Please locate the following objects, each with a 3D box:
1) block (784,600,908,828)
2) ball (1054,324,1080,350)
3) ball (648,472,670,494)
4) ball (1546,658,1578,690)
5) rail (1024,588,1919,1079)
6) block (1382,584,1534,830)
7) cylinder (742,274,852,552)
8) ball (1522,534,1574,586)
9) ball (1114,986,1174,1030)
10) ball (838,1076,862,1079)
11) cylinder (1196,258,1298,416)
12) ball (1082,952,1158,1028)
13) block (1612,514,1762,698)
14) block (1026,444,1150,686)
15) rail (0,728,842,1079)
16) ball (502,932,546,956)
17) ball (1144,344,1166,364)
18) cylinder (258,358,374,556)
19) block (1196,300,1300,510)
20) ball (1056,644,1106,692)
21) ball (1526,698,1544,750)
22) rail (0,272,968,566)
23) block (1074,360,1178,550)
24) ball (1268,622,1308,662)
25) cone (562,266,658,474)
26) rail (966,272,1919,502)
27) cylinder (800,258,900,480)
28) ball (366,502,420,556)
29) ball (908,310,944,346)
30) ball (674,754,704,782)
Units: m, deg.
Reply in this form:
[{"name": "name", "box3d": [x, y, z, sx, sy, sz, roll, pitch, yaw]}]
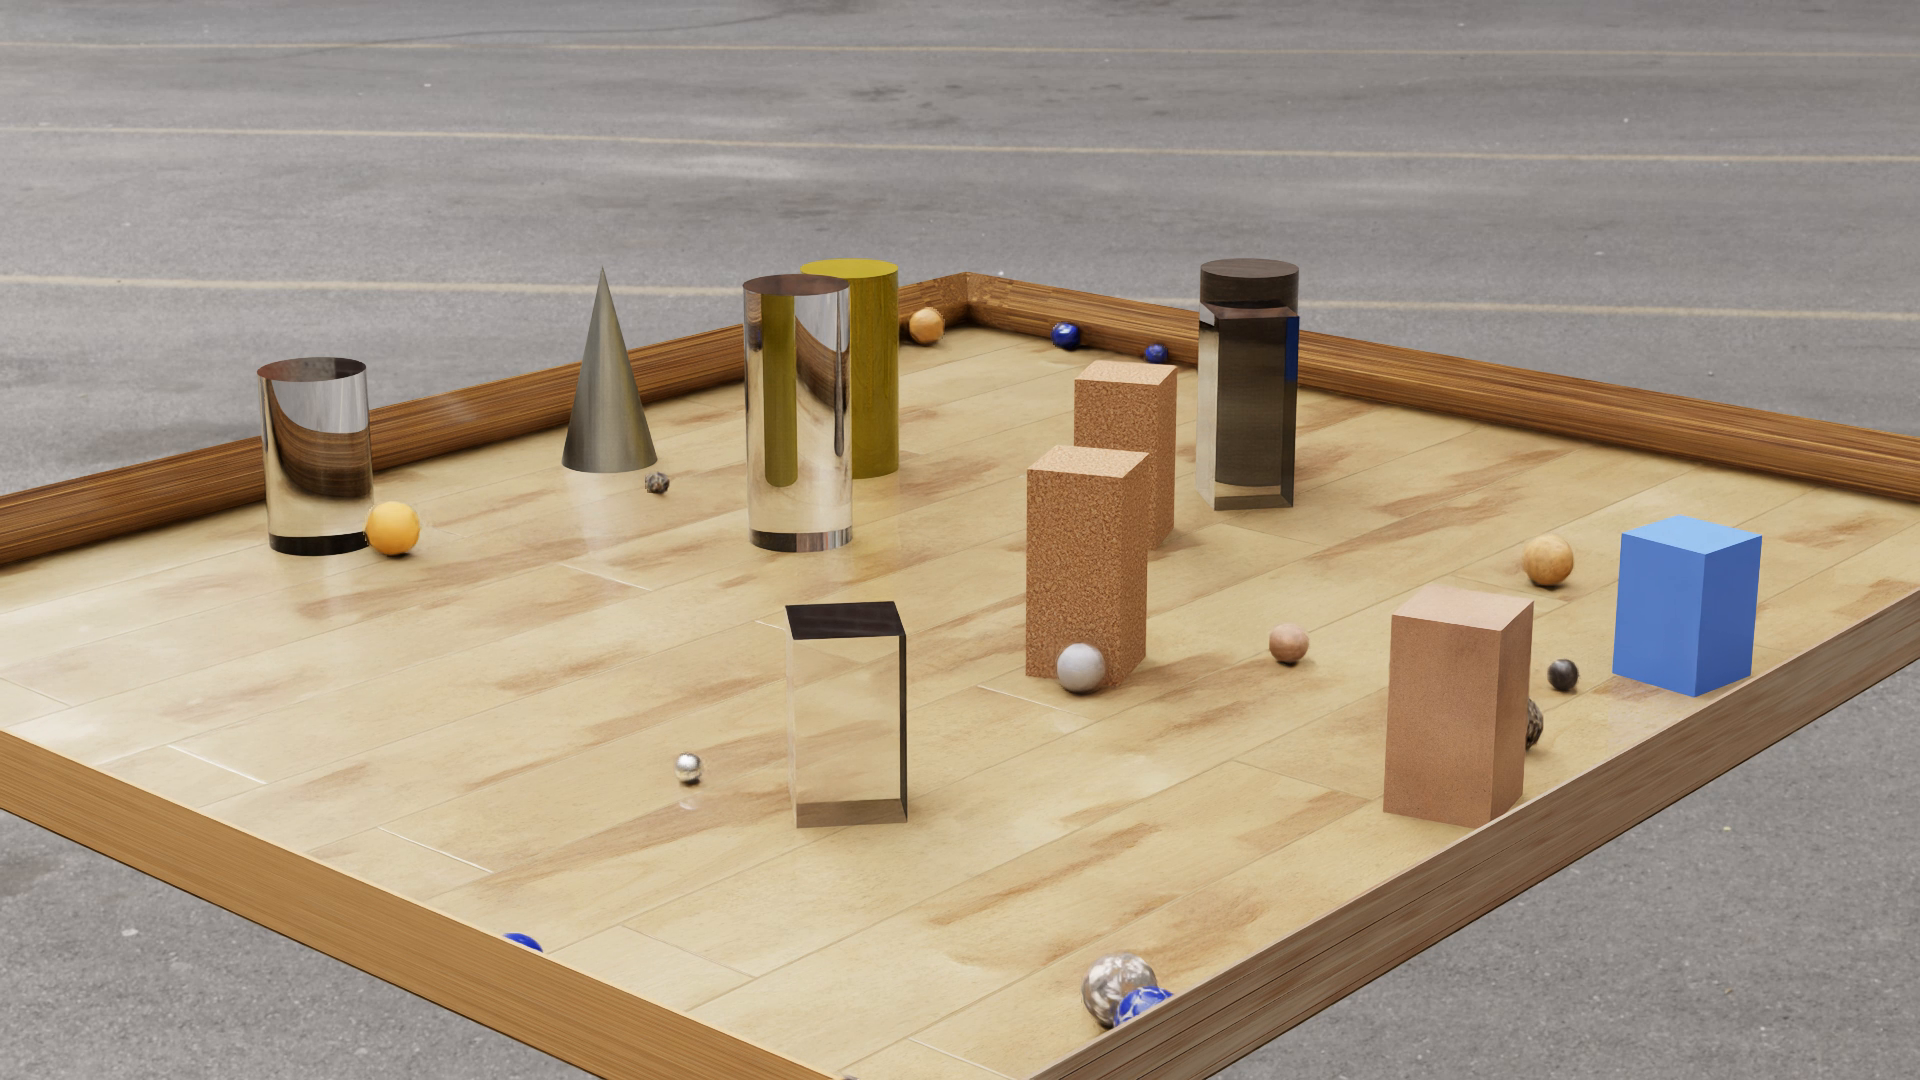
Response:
[{"name": "block", "box3d": [-0.162, 0.246, 4.153, 0.157, 0.278, 0.157, -2, 17, -7]}, {"name": "ball", "box3d": [0.253, -0.481, 6.939, 0.061, 0.061, 0.061, 0, 17, 0]}, {"name": "ball", "box3d": [-0.591, -0.111, 5.744, 0.043, 0.043, 0.043, 0, 17, 0]}, {"name": "ball", "box3d": [0.957, 0.214, 4.656, 0.049, 0.049, 0.049, 0, 17, 0]}, {"name": "rail", "box3d": [1.052, 0.295, 4.246, 0.045, 0.127, 3.310, 14, 22, 39]}, {"name": "block", "box3d": [0.707, 0.235, 4.157, 0.157, 0.295, 0.157, 8, 19, 26]}, {"name": "cylinder", "box3d": [-0.297, -0.234, 5.397, 0.196, 0.479, 0.196, 0, 17, 0]}, {"name": "ball", "box3d": [1.038, 0.035, 5.177, 0.090, 0.090, 0.090, 0, 17, 0]}, {"name": "ball", "box3d": [0.223, 0.565, 3.428, 0.086, 0.086, 0.086, 0, 17, 0]}, {"name": "ball", "box3d": [-0.125, 0.629, 3.231, 0.076, 0.076, 0.076, 0, 17, 0]}, {"name": "cylinder", "box3d": [0.576, -0.346, 5.892, 0.196, 0.408, 0.196, 0, 17, 0]}, {"name": "ball", "box3d": [0.191, 0.538, 3.507, 0.091, 0.091, 0.091, 0, 17, 0]}, {"name": "block", "box3d": [1.164, 0.104, 4.697, 0.157, 0.236, 0.157, -15, 22, -40]}, {"name": "block", "box3d": [0.205, 0.039, 4.720, 0.157, 0.346, 0.157, 6, 18, 18]}, {"name": "rail", "box3d": [-1.069, 0.387, 3.941, 2.833, 0.127, 0.045, 14, 22, 39]}, {"name": "ball", "box3d": [-0.546, 0.520, 3.585, 0.080, 0.080, 0.080, 0, 17, 0]}, {"name": "ball", "box3d": [0.451, -0.430, 6.792, 0.048, 0.048, 0.048, 0, 17, 0]}, {"name": "cylinder", "box3d": [-1.183, -0.155, 5.397, 0.196, 0.327, 0.196, 0, 17, 0]}, {"name": "block", "box3d": [0.553, -0.262, 5.666, 0.157, 0.376, 0.157, -3, 17, -9]}, {"name": "ball", "box3d": [0.193, 0.202, 4.643, 0.078, 0.078, 0.078, 0, 17, 0]}, {"name": "ball", "box3d": [0.828, 0.274, 4.388, 0.088, 0.088, 0.088, 0, 17, 0]}, {"name": "rail", "box3d": [-1.052, -0.232, 5.994, 0.045, 0.127, 3.310, 14, 22, 39]}, {"name": "block", "box3d": [0.306, -0.158, 5.431, 0.157, 0.313, 0.157, 5, 17, 16]}, {"name": "ball", "box3d": [0.536, 0.167, 4.781, 0.066, 0.066, 0.066, 0, 17, 0]}, {"name": "cone", "box3d": [-0.716, -0.357, 5.929, 0.196, 0.407, 0.196, 0, 17, 0]}, {"name": "rail", "box3d": [1.069, -0.324, 6.299, 2.833, 0.127, 0.045, 14, 22, 39]}, {"name": "cylinder", "box3d": [-0.220, -0.345, 5.885, 0.196, 0.408, 0.196, 0, 17, 0]}, {"name": "ball", "box3d": [-1.034, -0.021, 5.350, 0.098, 0.098, 0.098, 0, 17, 0]}, {"name": "ball", "box3d": [-0.081, -0.507, 6.983, 0.084, 0.084, 0.084, 0, 17, 0]}, {"name": "ball", "box3d": [-0.395, 0.332, 4.275, 0.042, 0.042, 0.042, 0, 17, 0]}]
